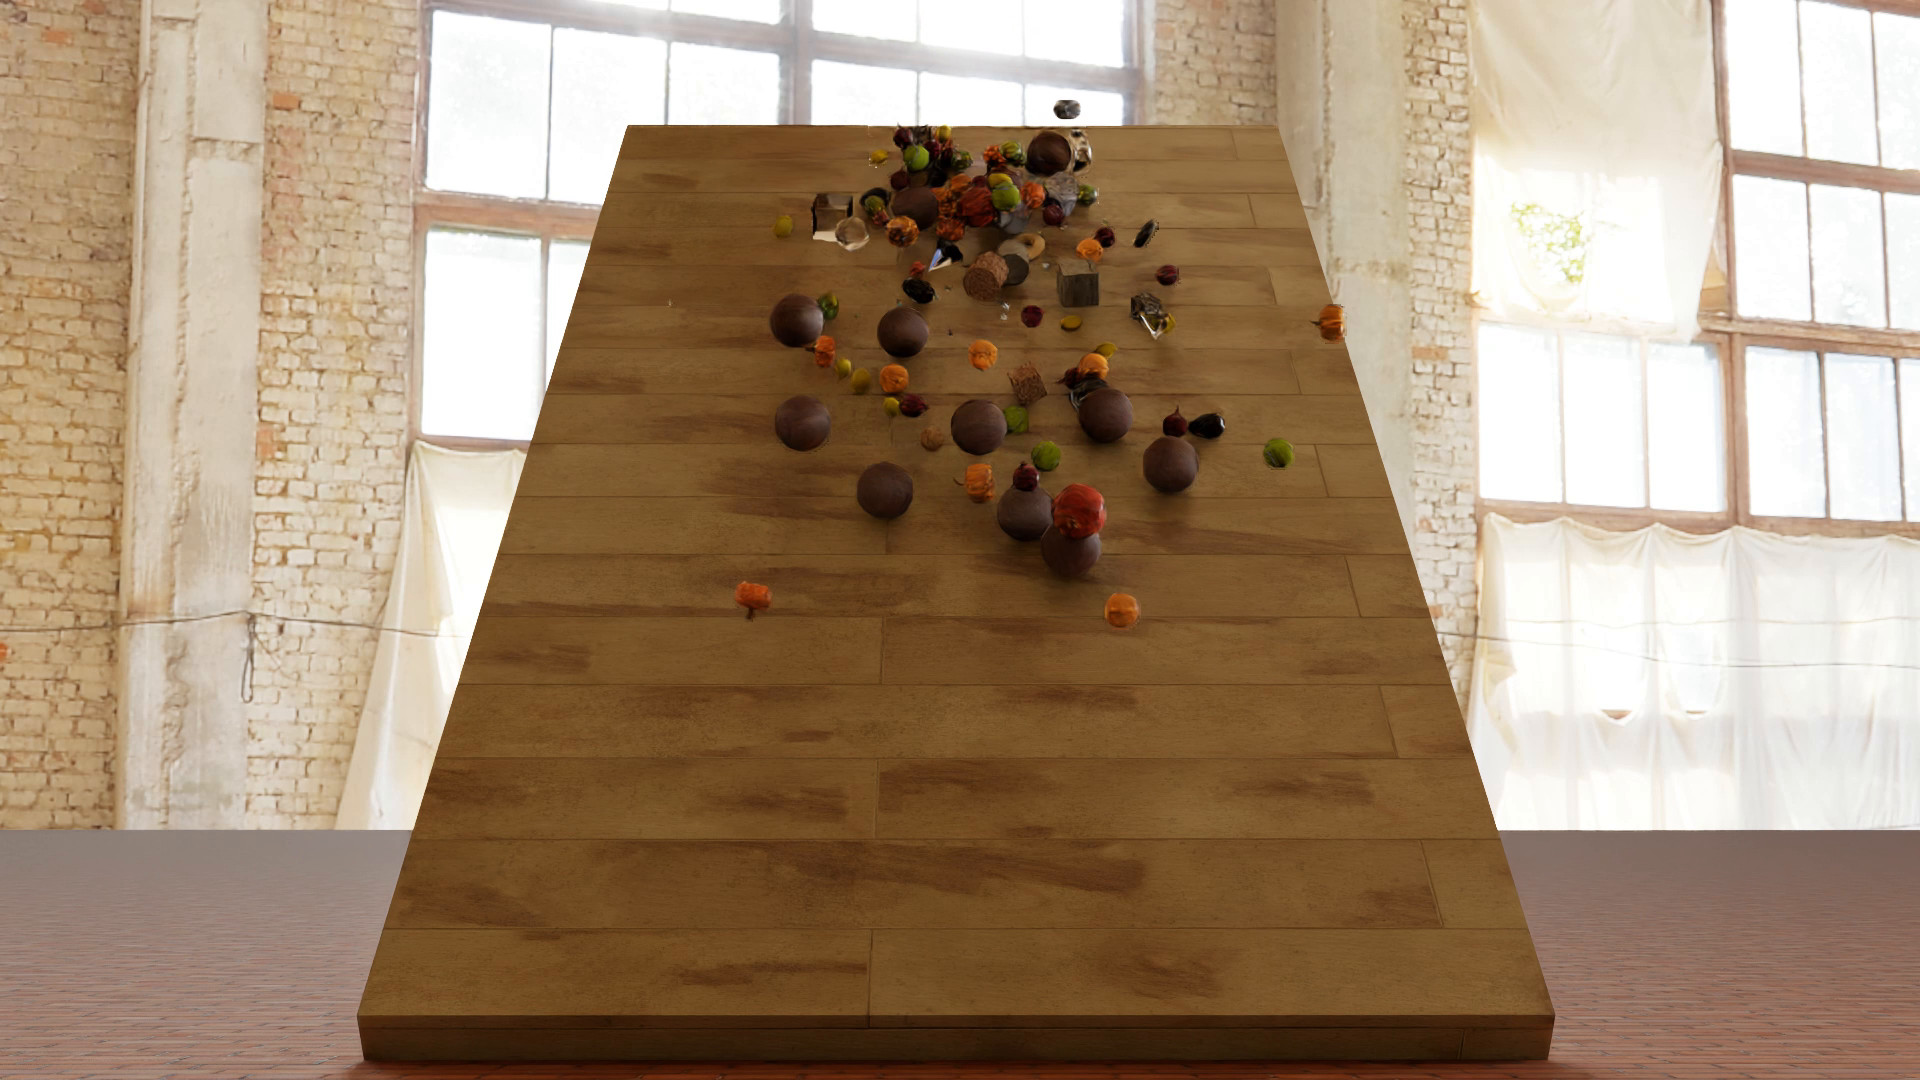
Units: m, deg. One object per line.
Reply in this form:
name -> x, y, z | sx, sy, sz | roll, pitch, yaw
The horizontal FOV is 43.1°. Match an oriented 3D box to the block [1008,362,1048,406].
block -> 0.163, -0.380, 5.917 | 0.067, 0.067, 0.067 | -23, 34, -1

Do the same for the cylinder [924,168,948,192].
cylinder -> -0.068, -1.039, 7.011 | 0.053, 0.053, 0.053 | 25, 9, -4

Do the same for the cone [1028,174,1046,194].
cone -> 0.236, -1.023, 6.994 | 0.061, 0.061, 0.061 | 3, -5, 22

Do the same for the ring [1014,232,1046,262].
ring -> 0.182, -0.798, 6.633 | 0.103, 0.103, 0.034 | -2, -42, 18

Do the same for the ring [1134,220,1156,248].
ring -> 0.501, -0.830, 6.600 | 0.029, 0.086, 0.086 | 36, -8, 0

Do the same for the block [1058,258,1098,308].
block -> 0.310, -0.676, 6.400 | 0.093, 0.093, 0.093 | -3, 31, -6

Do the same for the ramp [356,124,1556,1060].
ramp -> -0.014, -0.199, 5.796 | 2.000, 0.100, 4.000 | 0, 31, 0

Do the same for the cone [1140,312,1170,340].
cone -> 0.482, -0.557, 6.140 | 0.072, 0.072, 0.072 | 34, 0, 11

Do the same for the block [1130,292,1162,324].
block -> 0.482, -0.601, 6.312 | 0.056, 0.056, 0.056 | -19, 36, -28

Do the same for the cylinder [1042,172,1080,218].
cylinder -> 0.282, -0.971, 6.848 | 0.094, 0.094, 0.094 | 1, -22, -6

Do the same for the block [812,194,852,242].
block -> -0.354, -0.895, 6.752 | 0.098, 0.098, 0.098 | 4, 31, 5

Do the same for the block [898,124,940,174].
block -> -0.120, -1.148, 7.145 | 0.094, 0.094, 0.094 | -14, -49, -4

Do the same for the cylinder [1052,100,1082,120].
cylinder -> 0.307, -1.236, 6.981 | 0.057, 0.057, 0.057 | 5, 4, -38

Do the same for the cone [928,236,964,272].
cone -> -0.054, -0.757, 6.580 | 0.090, 0.090, 0.090 | 40, -14, 12

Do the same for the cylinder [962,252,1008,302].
cylinder -> 0.067, -0.696, 6.426 | 0.098, 0.098, 0.098 | -2, 29, 19

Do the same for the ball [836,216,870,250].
ball -> -0.295, -0.840, 6.666 | 0.094, 0.094, 0.094 | 0, -7, 0

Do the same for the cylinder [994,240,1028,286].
cylinder -> 0.137, -0.742, 6.508 | 0.093, 0.093, 0.093 | 0, 31, 2

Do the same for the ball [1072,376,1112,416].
ball -> 0.316, -0.345, 5.849 | 0.097, 0.097, 0.097 | 0, -7, 0

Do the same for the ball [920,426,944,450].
ball -> -0.065, -0.238, 5.706 | 0.058, 0.058, 0.058 | 0, -7, 0
